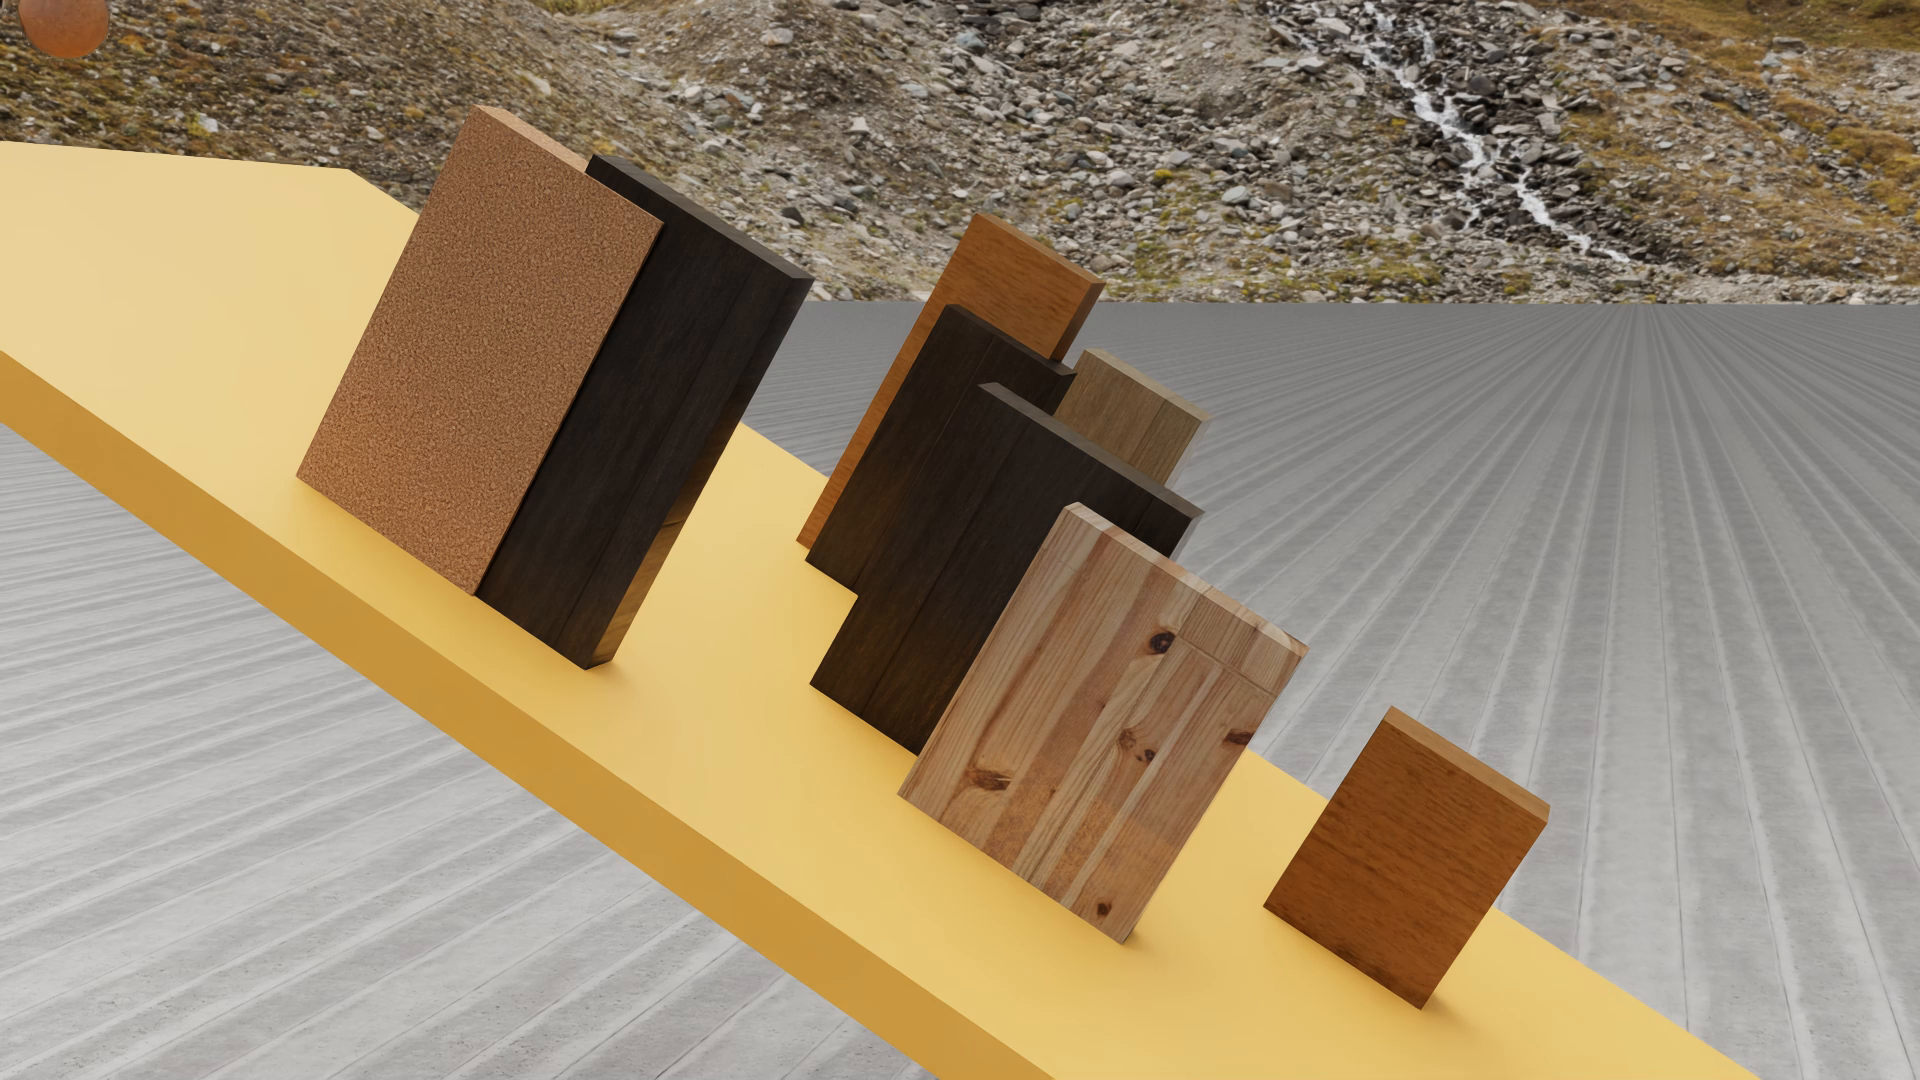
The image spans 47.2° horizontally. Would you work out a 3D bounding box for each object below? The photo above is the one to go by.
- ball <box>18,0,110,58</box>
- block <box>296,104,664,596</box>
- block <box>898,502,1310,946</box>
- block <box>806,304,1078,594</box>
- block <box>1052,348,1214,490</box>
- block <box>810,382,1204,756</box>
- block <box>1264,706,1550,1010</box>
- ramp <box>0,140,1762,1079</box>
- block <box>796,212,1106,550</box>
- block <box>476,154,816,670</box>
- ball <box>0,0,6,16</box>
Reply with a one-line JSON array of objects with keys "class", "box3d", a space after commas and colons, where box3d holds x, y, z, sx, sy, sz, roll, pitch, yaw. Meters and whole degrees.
[{"class": "ball", "box3d": [-1.803, -1.056, 4.426, 0.170, 0.170, 0.170, 0, 7, 0]}, {"class": "block", "box3d": [-0.748, -0.296, 3.481, 0.365, 0.675, 0.097, 33, 15, 11]}, {"class": "block", "box3d": [0.227, 0.297, 3.583, 0.444, 0.565, 0.093, 33, 15, 11]}, {"class": "block", "box3d": [-0.041, -0.148, 4.479, 0.275, 0.607, 0.132, 33, 15, 11]}, {"class": "block", "box3d": [0.268, -0.086, 4.868, 0.300, 0.607, 0.148, 33, 15, 11]}, {"class": "block", "box3d": [0.077, 0.104, 3.836, 0.433, 0.618, 0.117, 33, 15, 11]}, {"class": "block", "box3d": [0.821, 0.582, 4.052, 0.338, 0.422, 0.141, 33, 15, 11]}, {"class": "ramp", "box3d": [-0.181, 0.298, 4.126, 4.000, 0.100, 2.000, 33, 15, 11]}, {"class": "block", "box3d": [-0.023, -0.261, 4.542, 0.278, 0.783, 0.127, 33, 15, 11]}, {"class": "block", "box3d": [-0.559, -0.197, 3.444, 0.374, 0.708, 0.097, 33, 15, 11]}, {"class": "ball", "box3d": [-1.967, -1.083, 4.362, 0.139, 0.139, 0.139, 0, 7, 0]}]
